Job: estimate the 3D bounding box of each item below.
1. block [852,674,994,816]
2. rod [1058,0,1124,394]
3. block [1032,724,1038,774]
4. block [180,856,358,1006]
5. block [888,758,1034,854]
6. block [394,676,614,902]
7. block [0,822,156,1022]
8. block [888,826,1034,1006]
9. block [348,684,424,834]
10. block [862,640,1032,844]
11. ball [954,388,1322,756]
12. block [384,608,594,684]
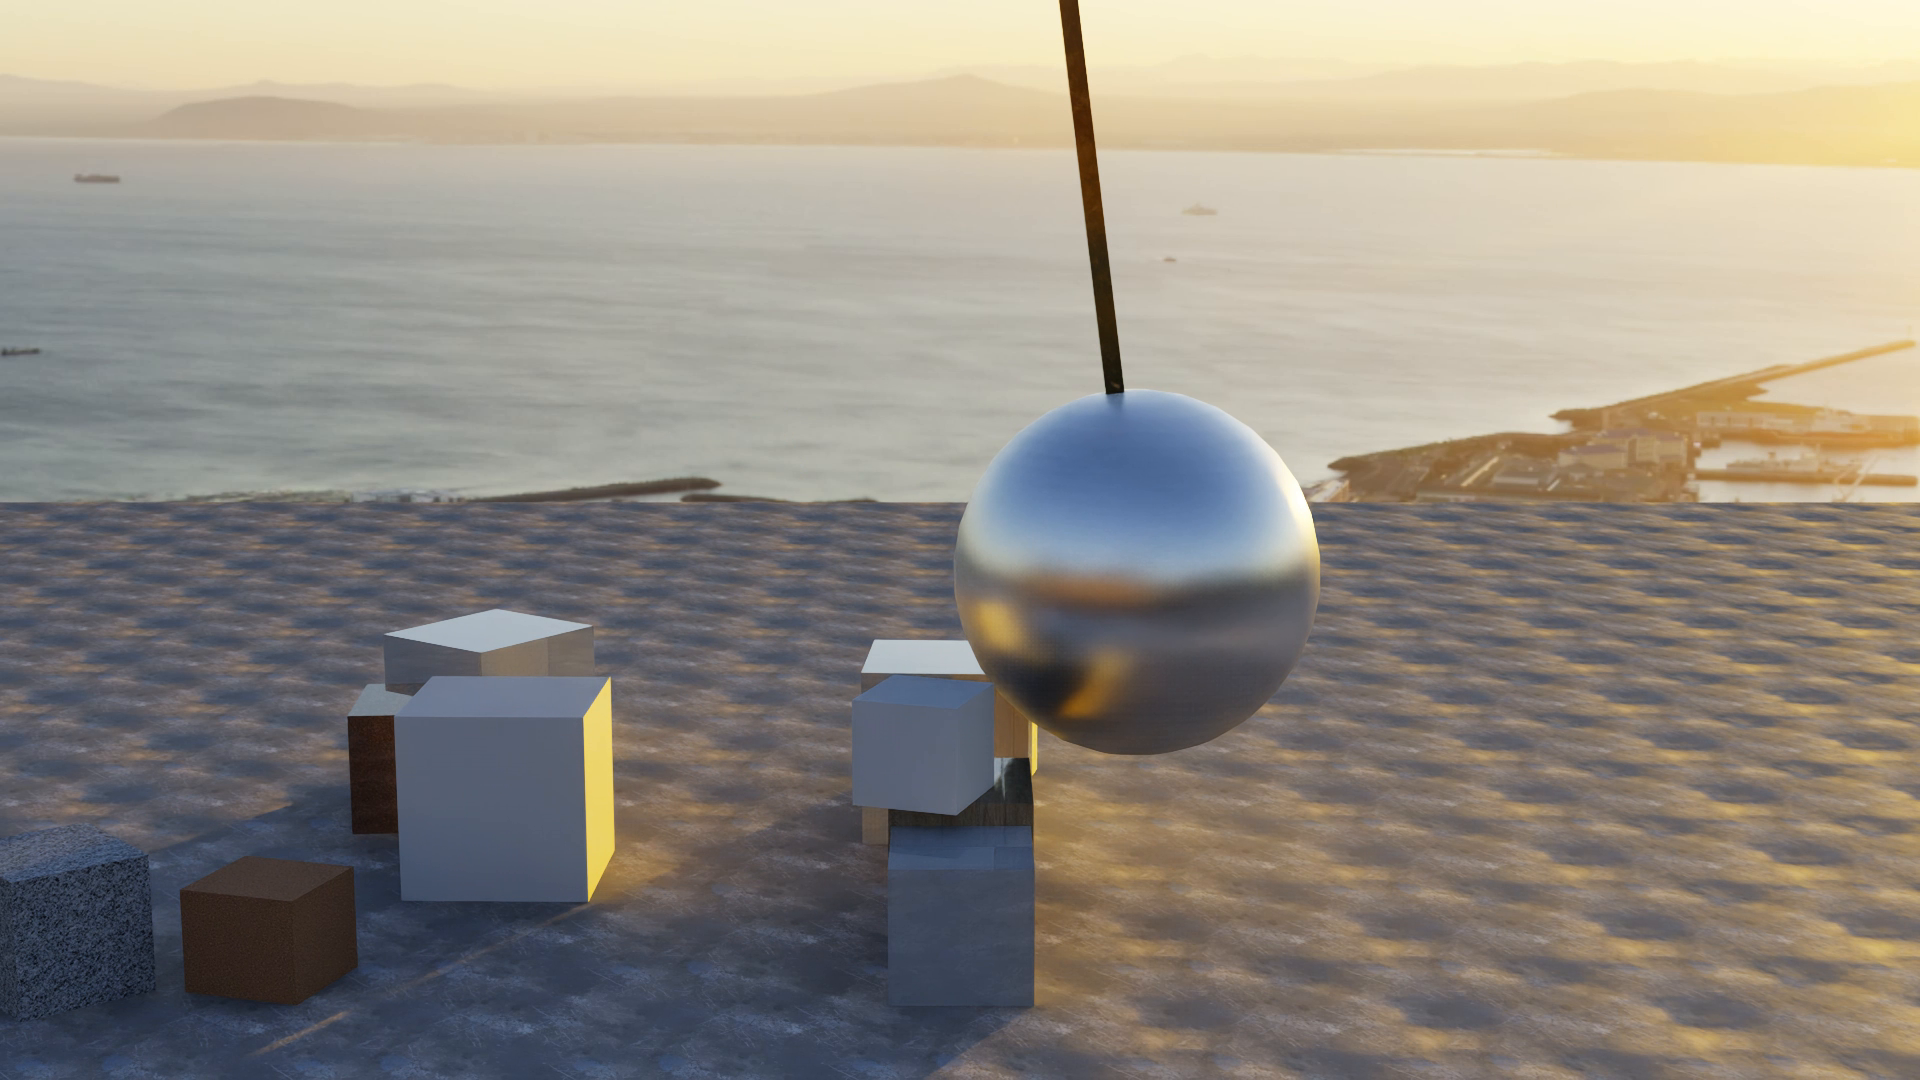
[{"bbox_3d":[-0.144,0.819,10.336,0.440,0.431,0.463,4,11,19],"label":"block"},{"bbox_3d":[0.334,-3.177,10.603,0.080,5.200,0.080,-7,10,1],"label":"rod"},{"bbox_3d":[0.003,0.946,12.849,0.657,0.541,0.618,2,11,13],"label":"block"},{"bbox_3d":[-2.699,1.521,10.041,0.489,0.414,0.455,3,11,17],"label":"block"},{"bbox_3d":[0.003,1.301,10.652,0.582,0.630,0.701,0,10,0],"label":"block"},{"bbox_3d":[-1.992,1.085,11.318,0.807,0.815,0.744,0,10,1],"label":"block"},{"bbox_3d":[-3.514,1.470,9.955,0.533,0.547,0.587,-9,14,-40],"label":"block"},{"bbox_3d":[0.005,1.460,10.024,0.557,0.540,0.571,0,10,0],"label":"block"},{"bbox_3d":[-2.543,1.035,12.283,0.650,0.569,0.636,-1,10,-5],"label":"block"},{"bbox_3d":[-0.051,0.946,12.095,0.764,0.811,0.694,1,10,3],"label":"block"},{"bbox_3d":[0.770,0.140,11.206,1.600,1.600,1.600,0,10,0],"label":"ball"},{"bbox_3d":[-2.396,0.810,13.115,0.710,0.715,0.776,8,13,36],"label":"block"}]
